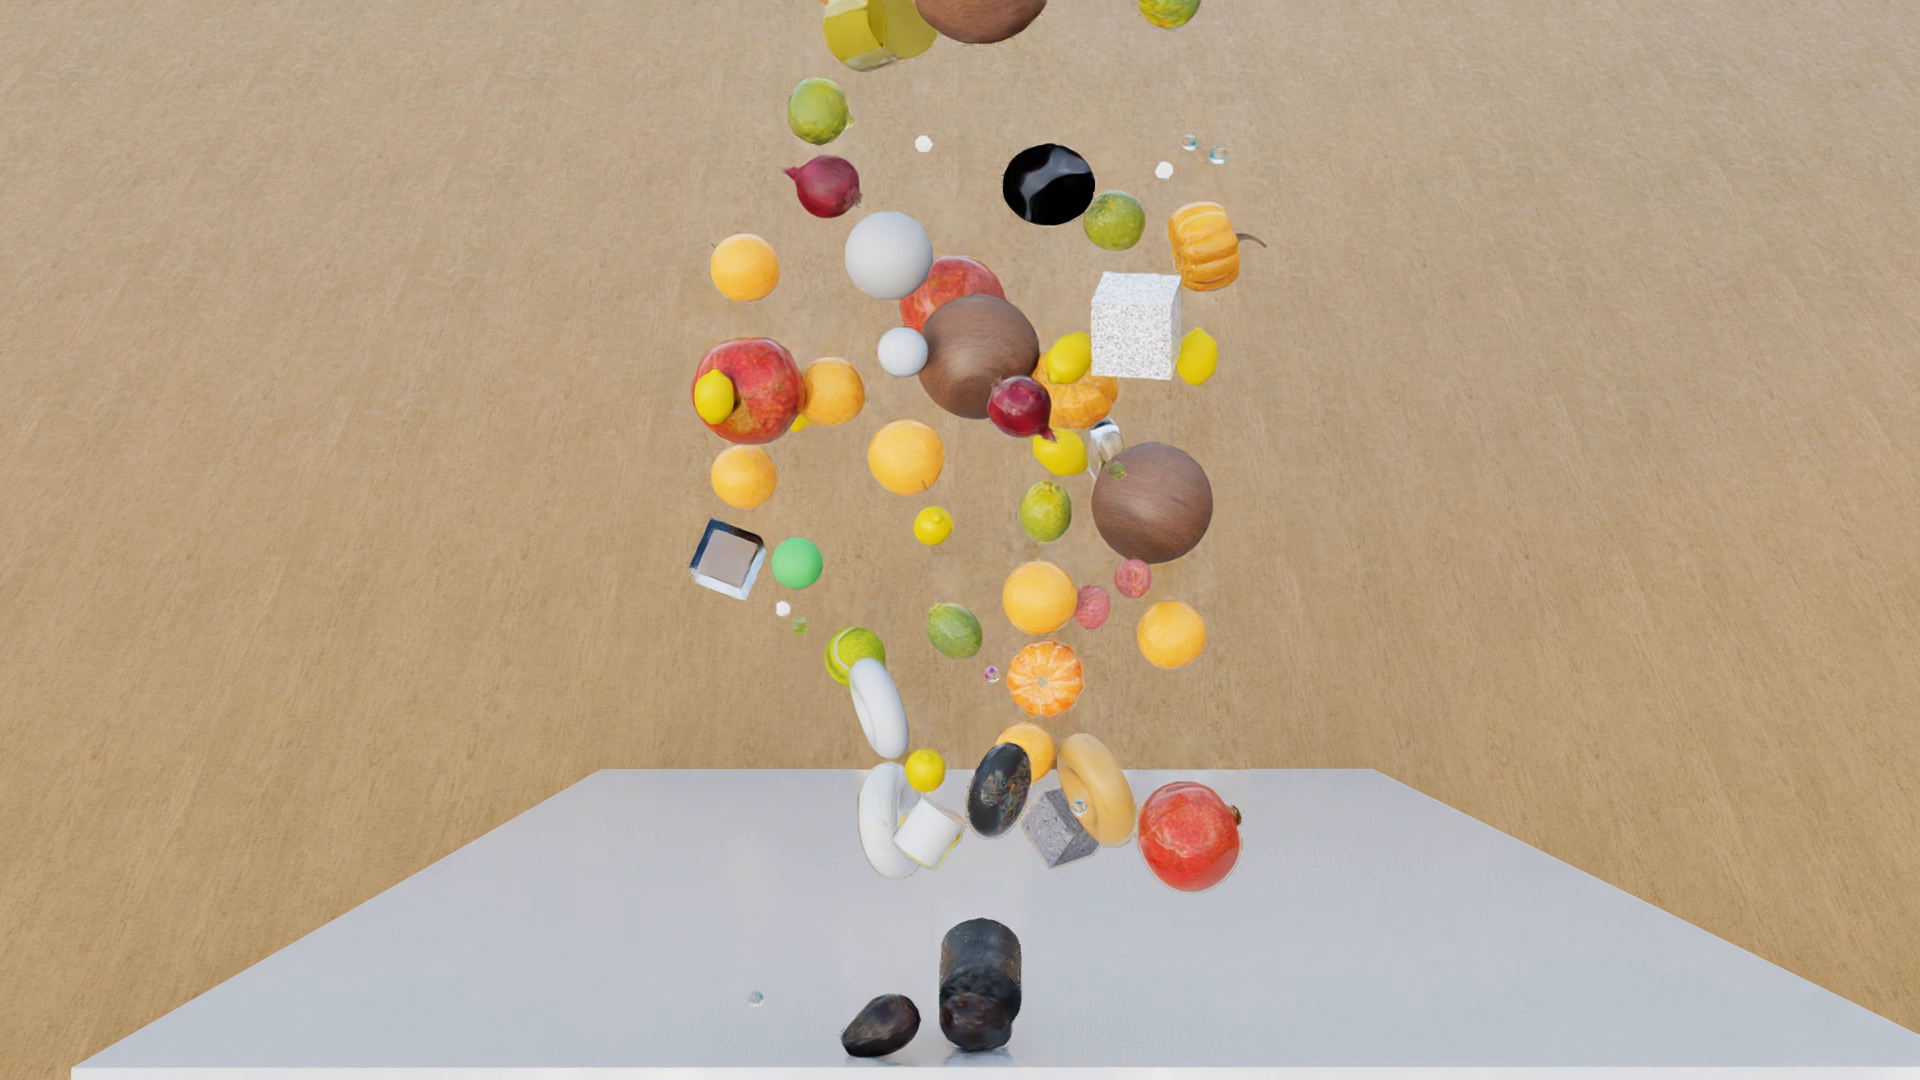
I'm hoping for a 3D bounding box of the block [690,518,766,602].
[{"bbox_3d":[-0.259,0.022,2.896,0.061,0.061,0.061,20,73,7],"label":"block"}]

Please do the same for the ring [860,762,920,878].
[{"bbox_3d":[-0.082,0.343,3.177,0.047,0.142,0.142,-8,28,19],"label":"ring"}]

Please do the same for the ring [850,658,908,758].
[{"bbox_3d":[-0.090,0.186,2.867,0.039,0.117,0.117,-19,35,-12],"label":"ring"}]

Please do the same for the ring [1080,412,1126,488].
[{"bbox_3d":[0.158,-0.099,2.844,0.029,0.087,0.087,-16,35,-15],"label":"ring"}]

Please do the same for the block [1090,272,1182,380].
[{"bbox_3d":[0.162,-0.196,2.366,0.072,0.072,0.072,4,28,12],"label":"block"}]

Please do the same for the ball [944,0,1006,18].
[{"bbox_3d":[0.015,-0.562,2.596,0.075,0.075,0.075,0,32,0],"label":"ball"}]

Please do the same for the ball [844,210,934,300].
[{"bbox_3d":[-0.072,-0.289,2.627,0.090,0.090,0.090,0,32,0],"label":"ball"}]

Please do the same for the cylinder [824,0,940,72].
[{"bbox_3d":[-0.072,-0.477,2.386,0.079,0.079,0.079,-21,11,-31],"label":"cylinder"}]

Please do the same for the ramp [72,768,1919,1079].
[{"bbox_3d":[0.070,0.622,4.707,2.000,0.100,4.000,0,-1,0],"label":"ramp"}]

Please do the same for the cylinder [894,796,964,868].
[{"bbox_3d":[-0.031,0.294,2.614,0.052,0.052,0.052,34,3,-2],"label":"cylinder"}]

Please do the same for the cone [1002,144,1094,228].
[{"bbox_3d":[0.087,-0.327,2.544,0.090,0.090,0.090,-1,69,2],"label":"cone"}]

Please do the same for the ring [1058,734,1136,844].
[{"bbox_3d":[0.162,0.297,3.082,0.047,0.142,0.142,-23,37,-16],"label":"ring"}]

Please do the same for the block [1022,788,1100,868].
[{"bbox_3d":[0.133,0.348,3.176,0.067,0.067,0.067,-13,57,-37],"label":"block"}]

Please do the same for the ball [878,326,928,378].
[{"bbox_3d":[-0.058,-0.189,2.608,0.052,0.052,0.052,0,32,0],"label":"ball"}]

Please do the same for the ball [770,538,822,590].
[{"bbox_3d":[-0.184,0.026,2.922,0.058,0.058,0.058,0,32,0],"label":"ball"}]

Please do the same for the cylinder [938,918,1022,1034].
[{"bbox_3d":[0.023,0.488,2.903,0.091,0.091,0.091,0,26,1],"label":"cylinder"}]

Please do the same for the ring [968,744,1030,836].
[{"bbox_3d":[0.040,0.254,2.639,0.033,0.100,0.100,17,35,25],"label":"ring"}]
